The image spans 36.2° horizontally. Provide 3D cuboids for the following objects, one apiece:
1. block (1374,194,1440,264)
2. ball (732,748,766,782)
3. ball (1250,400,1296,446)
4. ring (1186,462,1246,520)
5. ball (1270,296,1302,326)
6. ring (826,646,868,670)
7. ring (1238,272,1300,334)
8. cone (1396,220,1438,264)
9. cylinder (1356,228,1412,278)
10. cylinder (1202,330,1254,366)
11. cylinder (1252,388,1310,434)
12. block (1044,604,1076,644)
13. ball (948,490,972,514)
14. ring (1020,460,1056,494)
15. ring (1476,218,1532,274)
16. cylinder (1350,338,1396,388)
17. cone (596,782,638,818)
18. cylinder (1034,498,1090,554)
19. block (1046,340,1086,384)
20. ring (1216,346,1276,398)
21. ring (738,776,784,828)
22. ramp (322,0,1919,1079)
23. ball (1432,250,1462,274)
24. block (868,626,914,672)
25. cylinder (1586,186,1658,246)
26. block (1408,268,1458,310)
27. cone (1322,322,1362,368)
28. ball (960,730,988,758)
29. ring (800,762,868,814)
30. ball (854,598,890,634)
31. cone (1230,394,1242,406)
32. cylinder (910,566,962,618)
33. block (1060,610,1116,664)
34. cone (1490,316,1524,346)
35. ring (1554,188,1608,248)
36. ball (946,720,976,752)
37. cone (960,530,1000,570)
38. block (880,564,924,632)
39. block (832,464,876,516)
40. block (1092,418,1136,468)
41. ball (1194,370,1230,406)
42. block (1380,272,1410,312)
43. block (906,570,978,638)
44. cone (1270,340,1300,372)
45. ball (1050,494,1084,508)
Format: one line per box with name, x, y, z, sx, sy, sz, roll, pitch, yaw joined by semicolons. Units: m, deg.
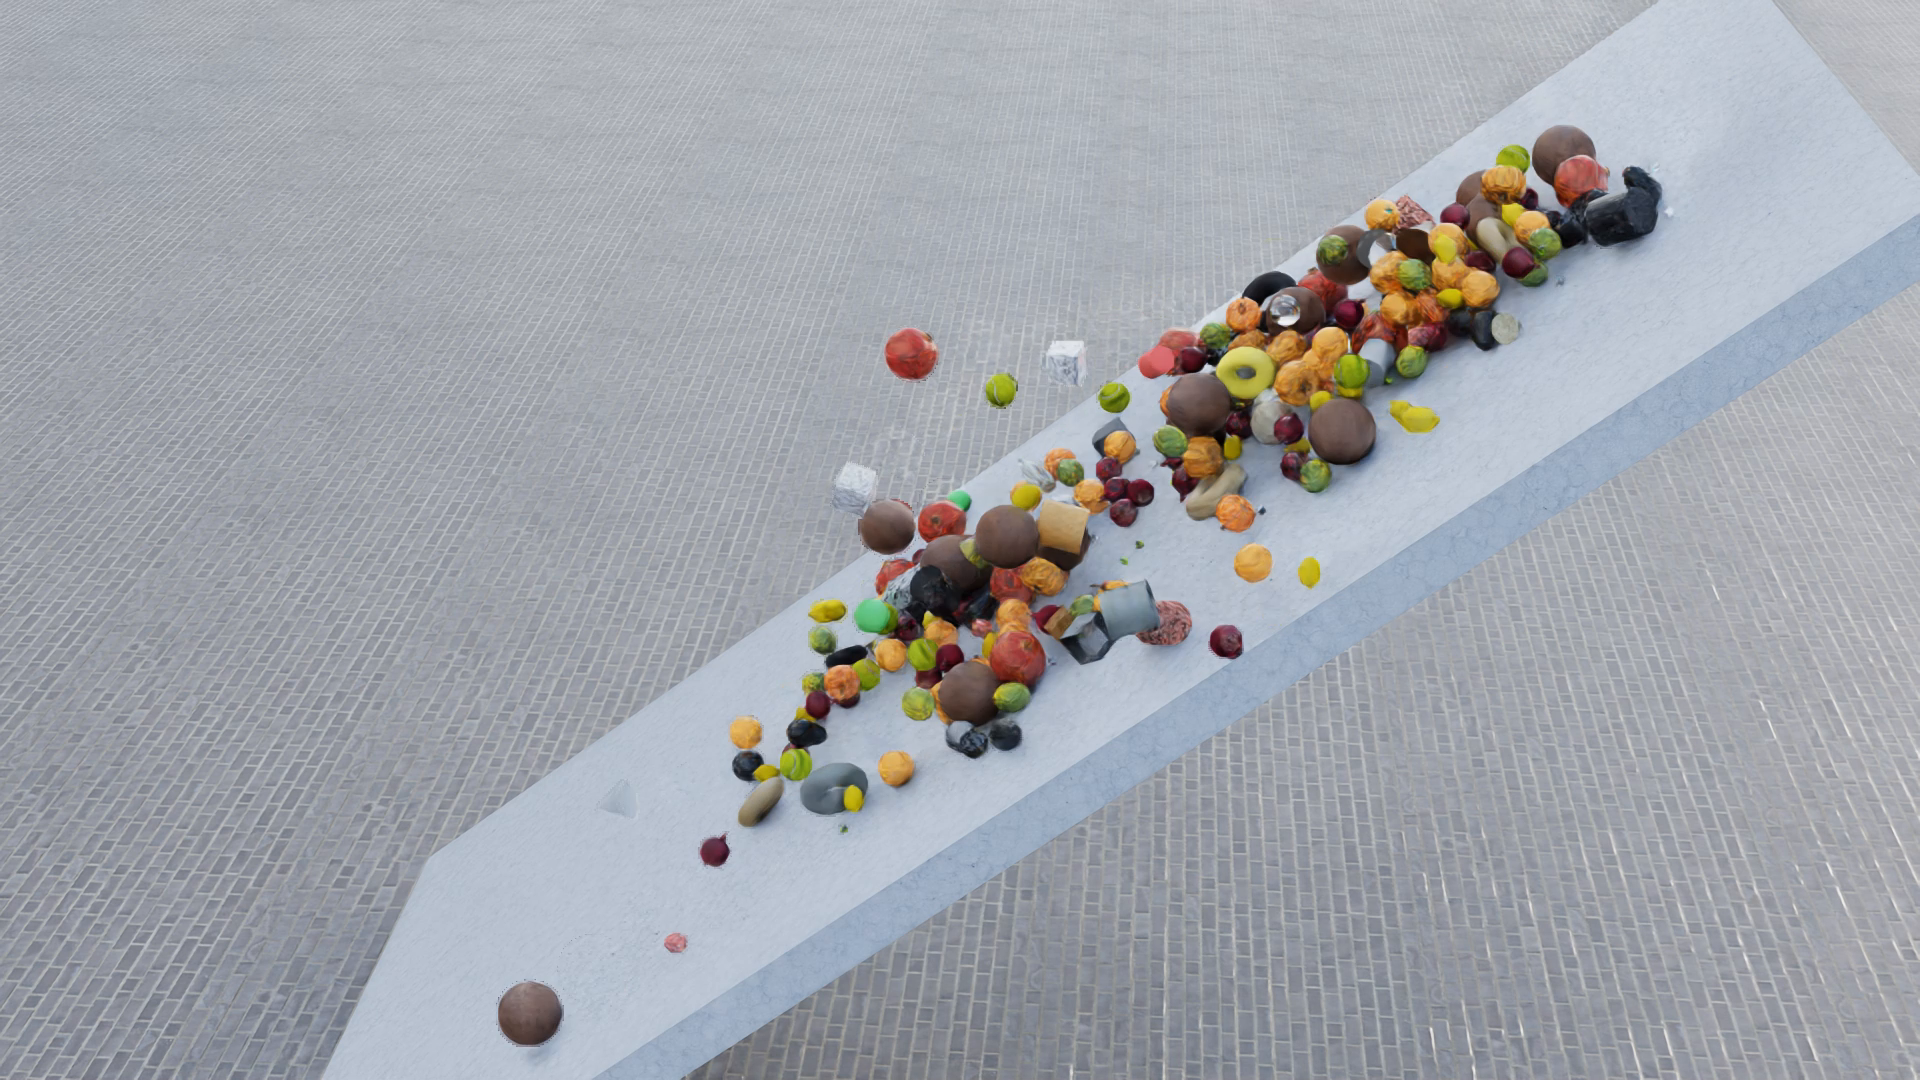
block;0.942;-0.652;6.194;0.088;0.088;0.088;34;31;-29
ball;-0.466;0.497;6.478;0.072;0.072;0.072;0;23;0
ball;0.628;-0.234;5.893;0.091;0.091;0.091;0;23;0
ring;0.514;-0.097;5.924;0.145;0.048;0.145;-42;11;10
ball;0.664;-0.468;5.999;0.063;0.063;0.063;0;23;0
ring;-0.257;0.266;6.646;0.100;0.033;0.100;-18;-10;-3
ring;0.680;-0.522;6.468;0.148;0.148;0.049;25;-7;45
cone;0.932;-0.616;5.902;0.089;0.089;0.089;11;47;25
cylinder;0.867;-0.586;6.000;0.084;0.084;0.084;22;5;42
cylinder;0.600;-0.428;6.566;0.082;0.082;0.082;-19;13;-38
cylinder;0.655;-0.262;5.993;0.091;0.091;0.091;-7;7;-16
block;0.211;0.174;5.838;0.058;0.058;0.058;39;4;-15
ball;-0.002;-0.092;7.083;0.058;0.058;0.058;0;23;0
ring;0.171;-0.139;6.465;0.093;0.031;0.093;36;20;-16
ring;1.079;-0.585;5.837;0.135;0.045;0.135;32;30;-21
cylinder;0.816;-0.349;5.806;0.070;0.070;0.070;10;43;23
cone;-0.762;0.578;6.432;0.082;0.082;0.082;-16;18;19
cylinder;0.207;-0.028;5.986;0.095;0.095;0.095;14;24;2
block;0.219;-0.366;6.049;0.065;0.065;0.065;5;32;15
ring;0.588;-0.343;6.041;0.123;0.123;0.041;2;40;5
ring;-0.419;0.553;6.204;0.043;0.128;0.128;41;34;8
ramp;0.127;0.180;6.326;4.000;0.100;2.000;-35;16;17
ball;0.986;-0.556;5.955;0.061;0.061;0.061;0;23;0
block;-0.154;0.242;6.488;0.065;0.065;0.065;-41;16;-6
cylinder;1.253;-0.613;5.572;0.094;0.094;0.094;-20;3;-39
block;0.949;-0.503;5.897;0.070;0.070;0.070;-2;-8;42
cone;0.791;-0.402;6.157;0.087;0.087;0.087;14;-9;2
ball;0.027;0.393;5.670;0.056;0.056;0.056;0;23;0
ring;-0.252;0.497;5.878;0.140;0.140;0.047;-8;50;-18
ball;-0.177;0.152;5.895;0.072;0.072;0.072;0;23;0
cone;0.580;-0.318;6.109;0.094;0.094;0.094;10;68;22
cylinder;-0.051;0.108;6.184;0.081;0.081;0.081;-19;50;25
block;0.251;0.189;5.701;0.069;0.069;0.069;-18;26;53
cone;1.054;-0.407;5.600;0.061;0.061;0.061;-22;31;-38
ring;1.216;-0.630;5.758;0.046;0.139;0.139;39;25;-5
ball;0.002;0.383;5.743;0.062;0.062;0.062;0;23;0
cone;0.056;0.006;6.165;0.080;0.080;0.080;39;22;-19
block;-0.106;0.130;6.635;0.094;0.094;0.094;-31;17;27
block;-0.230;-0.110;6.417;0.072;0.072;0.072;17;49;6
block;0.347;-0.221;6.624;0.069;0.069;0.069;-34;16;18
ball;0.530;-0.318;6.155;0.077;0.077;0.077;0;23;0
block;0.907;-0.518;6.098;0.059;0.059;0.059;9;54;7
block;-0.040;0.142;6.455;0.092;0.092;0.092;-24;21;43
cone;0.682;-0.387;6.216;0.062;0.062;0.062;8;-1;0
ball;0.221;-0.050;6.273;0.094;0.094;0.094;0;23;0
